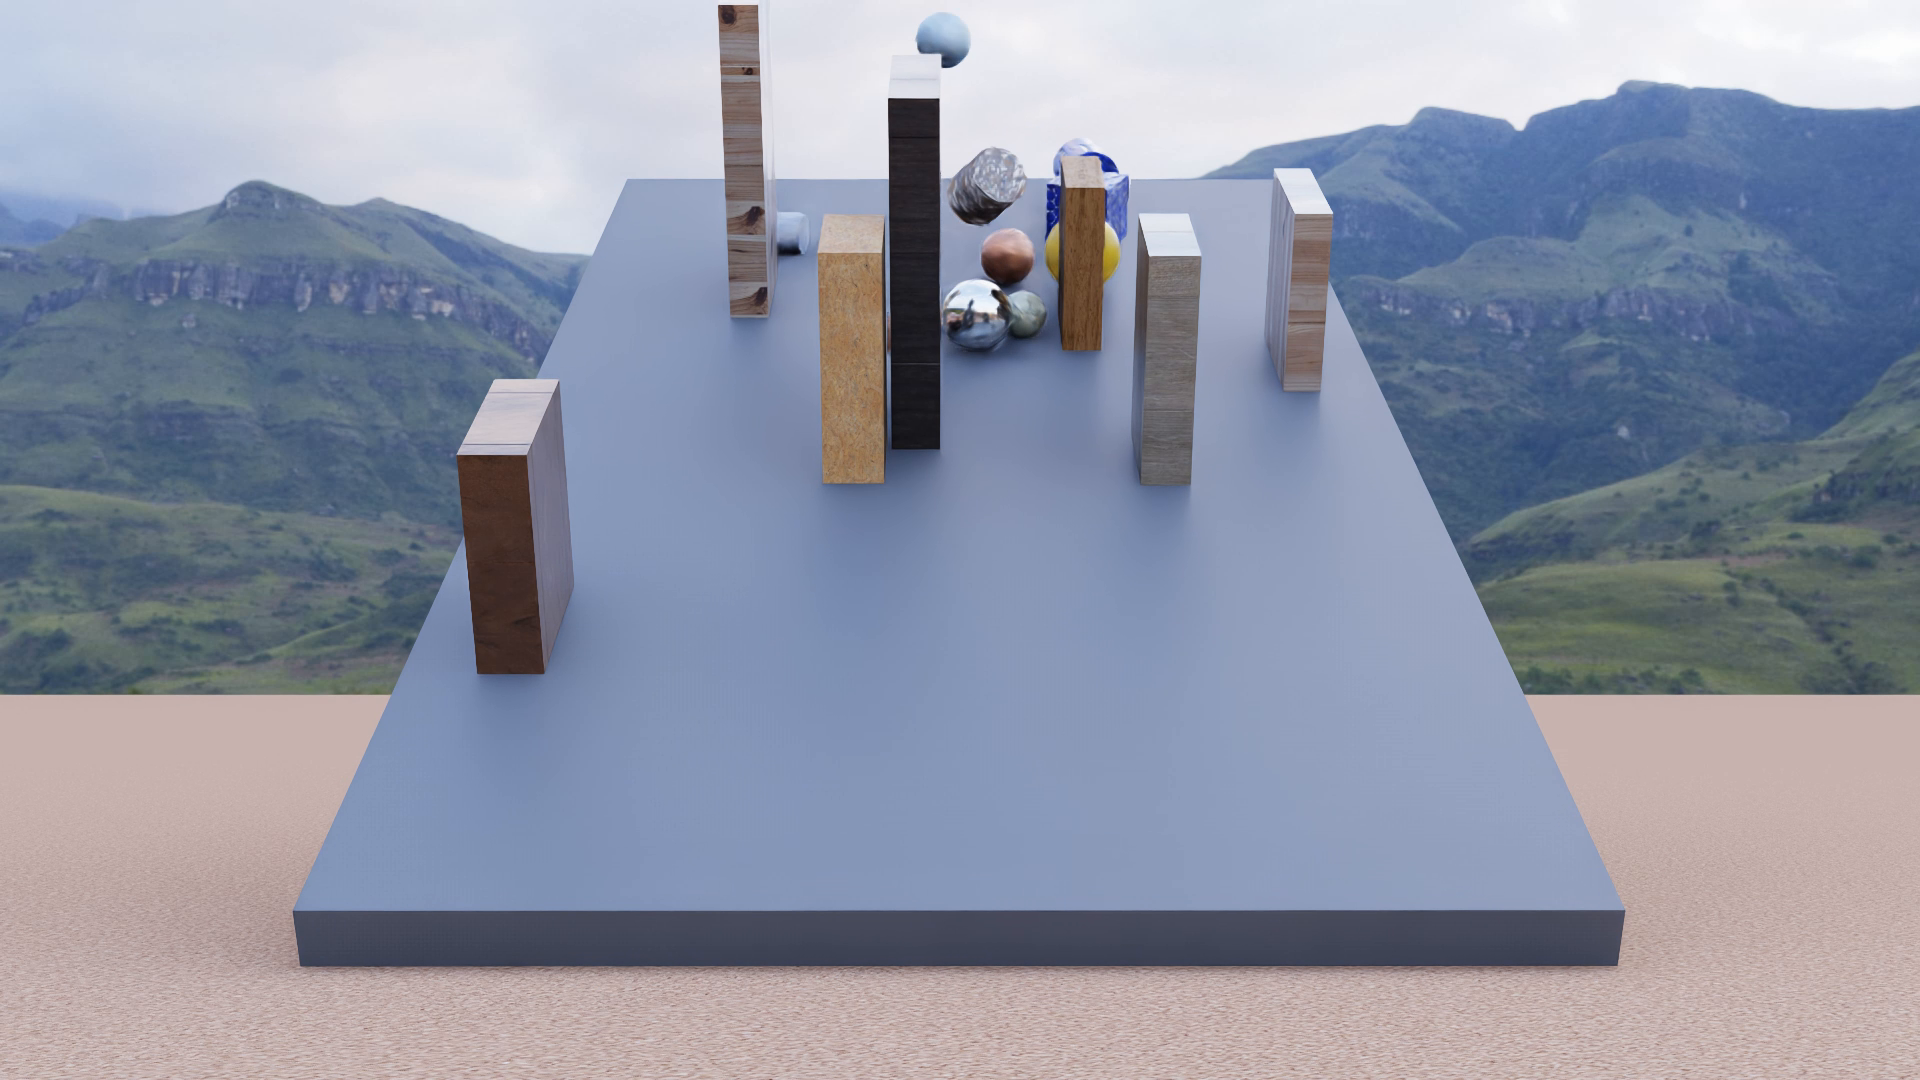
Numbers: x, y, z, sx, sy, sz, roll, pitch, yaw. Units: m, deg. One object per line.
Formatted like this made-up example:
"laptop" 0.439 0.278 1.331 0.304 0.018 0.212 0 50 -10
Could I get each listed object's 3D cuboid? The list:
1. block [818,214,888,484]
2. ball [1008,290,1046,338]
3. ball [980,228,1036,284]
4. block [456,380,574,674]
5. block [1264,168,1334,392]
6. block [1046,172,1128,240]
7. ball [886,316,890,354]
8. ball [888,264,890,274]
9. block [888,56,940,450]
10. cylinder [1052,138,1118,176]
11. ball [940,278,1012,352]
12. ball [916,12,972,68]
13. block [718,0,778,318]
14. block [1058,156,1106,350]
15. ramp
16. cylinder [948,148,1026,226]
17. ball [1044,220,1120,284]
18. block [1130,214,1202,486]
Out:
"block" -0.227 -0.410 5.000 0.131 0.513 0.270 0 25 0
"ball" 0.157 -0.562 5.810 0.117 0.117 0.117 0 -4 0
"ball" 0.127 -0.753 6.193 0.148 0.148 0.148 0 -4 0
"block" -0.806 -0.029 4.267 0.120 0.425 0.369 0 25 0
"block" 0.805 -0.625 5.574 0.087 0.432 0.380 0 25 0
"block" 0.357 -0.923 6.531 0.178 0.178 0.178 10 26 21
"ball" -0.122 -0.496 5.642 0.136 0.136 0.136 0 -4 0
"ball" -0.118 -0.708 6.106 0.137 0.137 0.137 0 -4 0
"block" -0.098 -0.640 5.176 0.107 0.785 0.396 0 25 0
"cylinder" 0.365 -1.066 6.771 0.163 0.163 0.163 1 24 -10
"ball" 0.040 -0.551 5.715 0.176 0.176 0.176 0 -4 0
"ball" -0.046 -1.395 6.515 0.155 0.155 0.155 0 -4 0
"block" -0.538 -1.009 5.971 0.097 0.795 0.383 0 25 0
"block" 0.300 -0.713 5.787 0.095 0.412 0.283 0 25 0
"ramp" -0.008 -0.229 5.342 2.000 0.100 4.000 0 25 0
"cylinder" 0.073 -0.962 6.357 0.162 0.162 0.162 2 -16 -27
"ball" 0.317 -0.744 6.038 0.199 0.199 0.199 0 -4 0
"block" 0.439 -0.411 5.008 0.107 0.510 0.299 0 25 0
